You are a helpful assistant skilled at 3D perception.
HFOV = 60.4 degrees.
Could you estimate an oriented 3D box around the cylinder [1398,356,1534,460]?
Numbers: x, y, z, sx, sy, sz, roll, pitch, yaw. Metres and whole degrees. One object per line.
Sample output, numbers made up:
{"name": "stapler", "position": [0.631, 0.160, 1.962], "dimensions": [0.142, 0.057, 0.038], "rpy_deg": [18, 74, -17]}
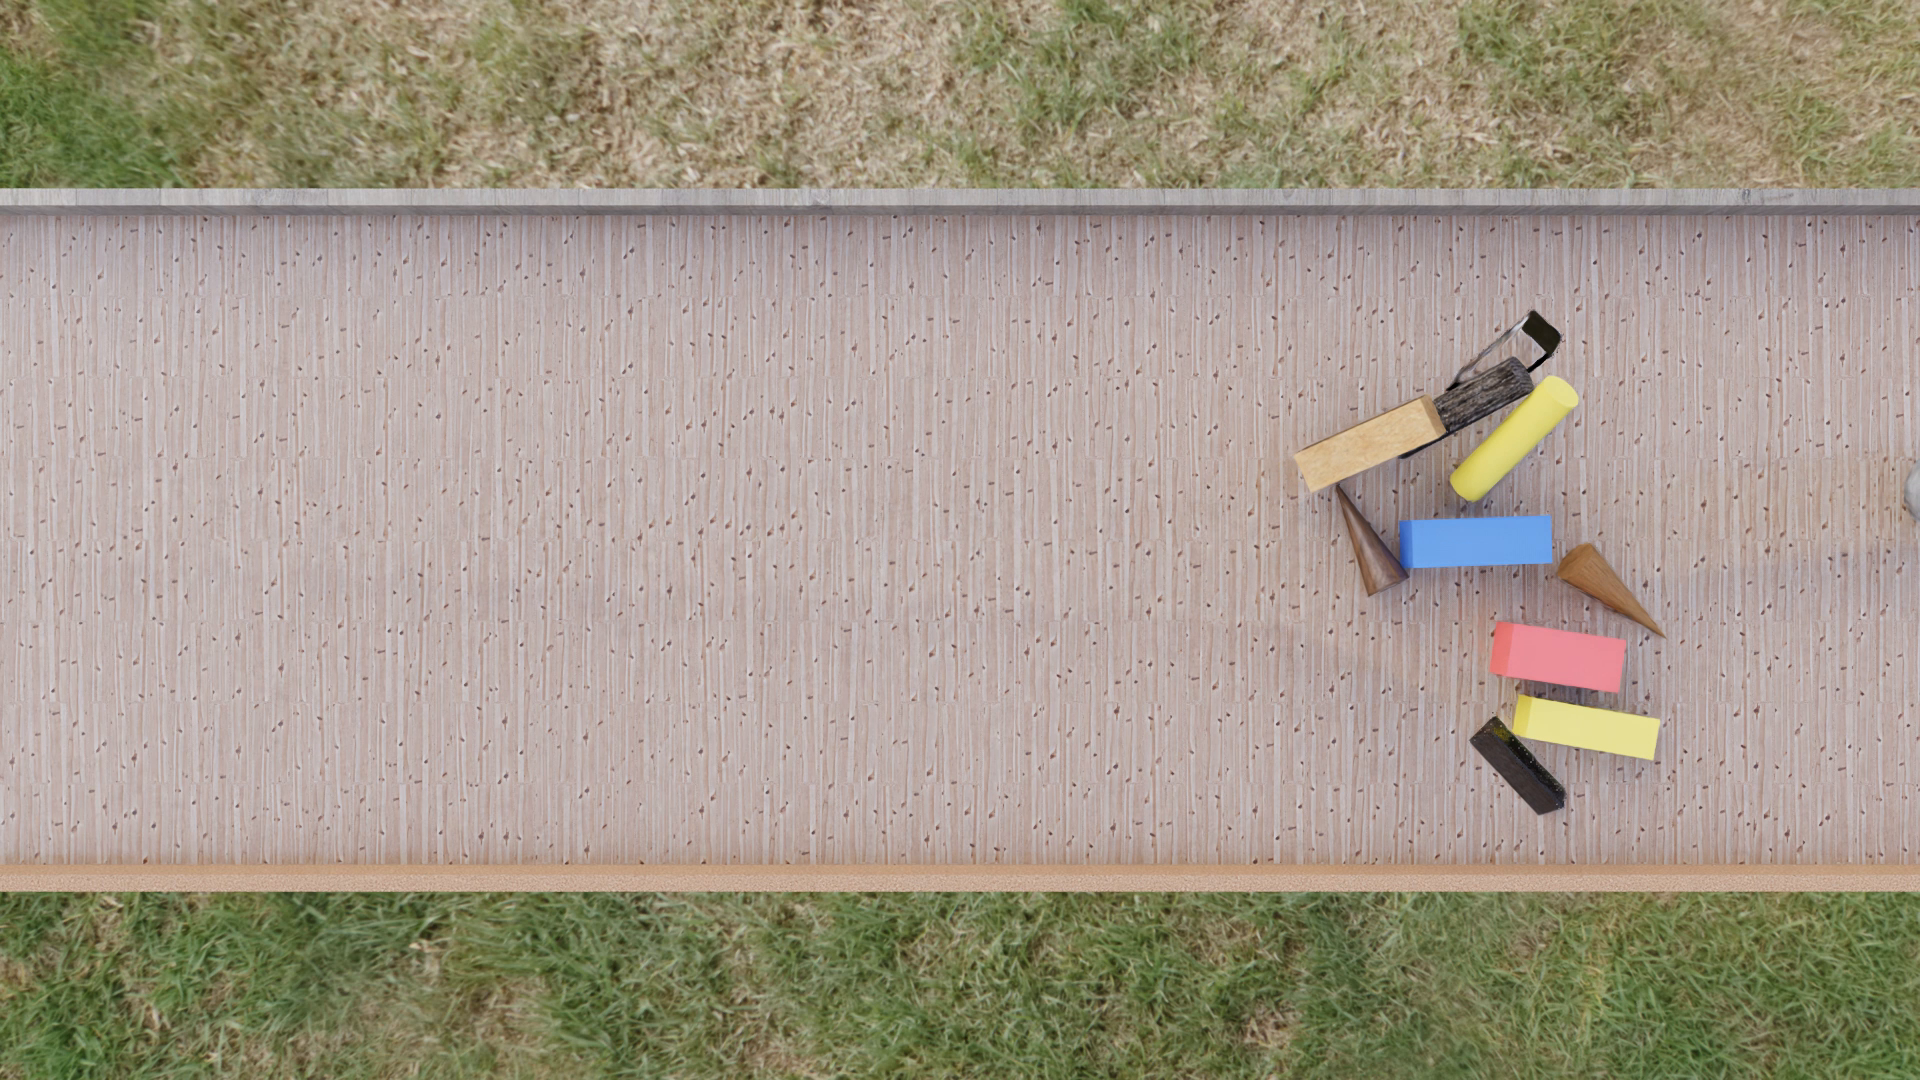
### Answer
{"name": "cylinder", "position": [1.476, -0.388, 4.900], "dimensions": [0.434, 0.117, 0.117], "rpy_deg": [-31, 90, 37]}

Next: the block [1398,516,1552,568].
{"name": "block", "position": [1.562, 0.005, 5.005], "dimensions": [0.416, 0.143, 0.143], "rpy_deg": [-2, 90, 0]}

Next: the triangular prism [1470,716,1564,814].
{"name": "triangular prism", "position": [1.713, 0.693, 5.026], "dimensions": [0.111, 0.096, 0.315], "rpy_deg": [-43, 90, 0]}

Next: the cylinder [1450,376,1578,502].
{"name": "cylinder", "position": [1.633, -0.294, 4.878], "dimensions": [0.116, 0.446, 0.116], "rpy_deg": [15, 48, -18]}

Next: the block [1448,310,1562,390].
{"name": "block", "position": [1.620, -0.526, 4.914], "dimensions": [0.117, 0.326, 0.117], "rpy_deg": [43, 50, 0]}

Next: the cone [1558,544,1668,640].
{"name": "cone", "position": [2.024, 0.187, 5.042], "dimensions": [0.405, 0.138, 0.138], "rpy_deg": [38, 90, -10]}

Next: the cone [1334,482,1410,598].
{"name": "cone", "position": [1.226, -0.024, 5.042], "dimensions": [0.140, 0.140, 0.378], "rpy_deg": [-25, 80, 0]}

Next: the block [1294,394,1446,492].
{"name": "block", "position": [1.221, -0.288, 4.921], "dimensions": [0.411, 0.126, 0.126], "rpy_deg": [-25, 90, 29]}

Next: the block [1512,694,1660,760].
{"name": "block", "position": [1.901, 0.567, 5.015], "dimensions": [0.388, 0.123, 0.123], "rpy_deg": [10, 90, 0]}

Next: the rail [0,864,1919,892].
{"name": "rail", "position": [-2.247, 1.025, 5.001], "dimensions": [12.000, 0.150, 0.050], "rpy_deg": [0, 90, 0]}

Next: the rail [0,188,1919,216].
{"name": "rail", "position": [-2.247, -1.025, 5.002], "dimensions": [12.000, 0.150, 0.050], "rpy_deg": [0, 90, 0]}

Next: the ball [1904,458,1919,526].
{"name": "ball", "position": [2.989, -0.144, 4.931], "dimensions": [0.292, 0.292, 0.292], "rpy_deg": [0, 90, 0]}

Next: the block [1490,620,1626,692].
{"name": "block", "position": [1.808, 0.352, 4.997], "dimensions": [0.338, 0.159, 0.159], "rpy_deg": [8, 90, 0]}
